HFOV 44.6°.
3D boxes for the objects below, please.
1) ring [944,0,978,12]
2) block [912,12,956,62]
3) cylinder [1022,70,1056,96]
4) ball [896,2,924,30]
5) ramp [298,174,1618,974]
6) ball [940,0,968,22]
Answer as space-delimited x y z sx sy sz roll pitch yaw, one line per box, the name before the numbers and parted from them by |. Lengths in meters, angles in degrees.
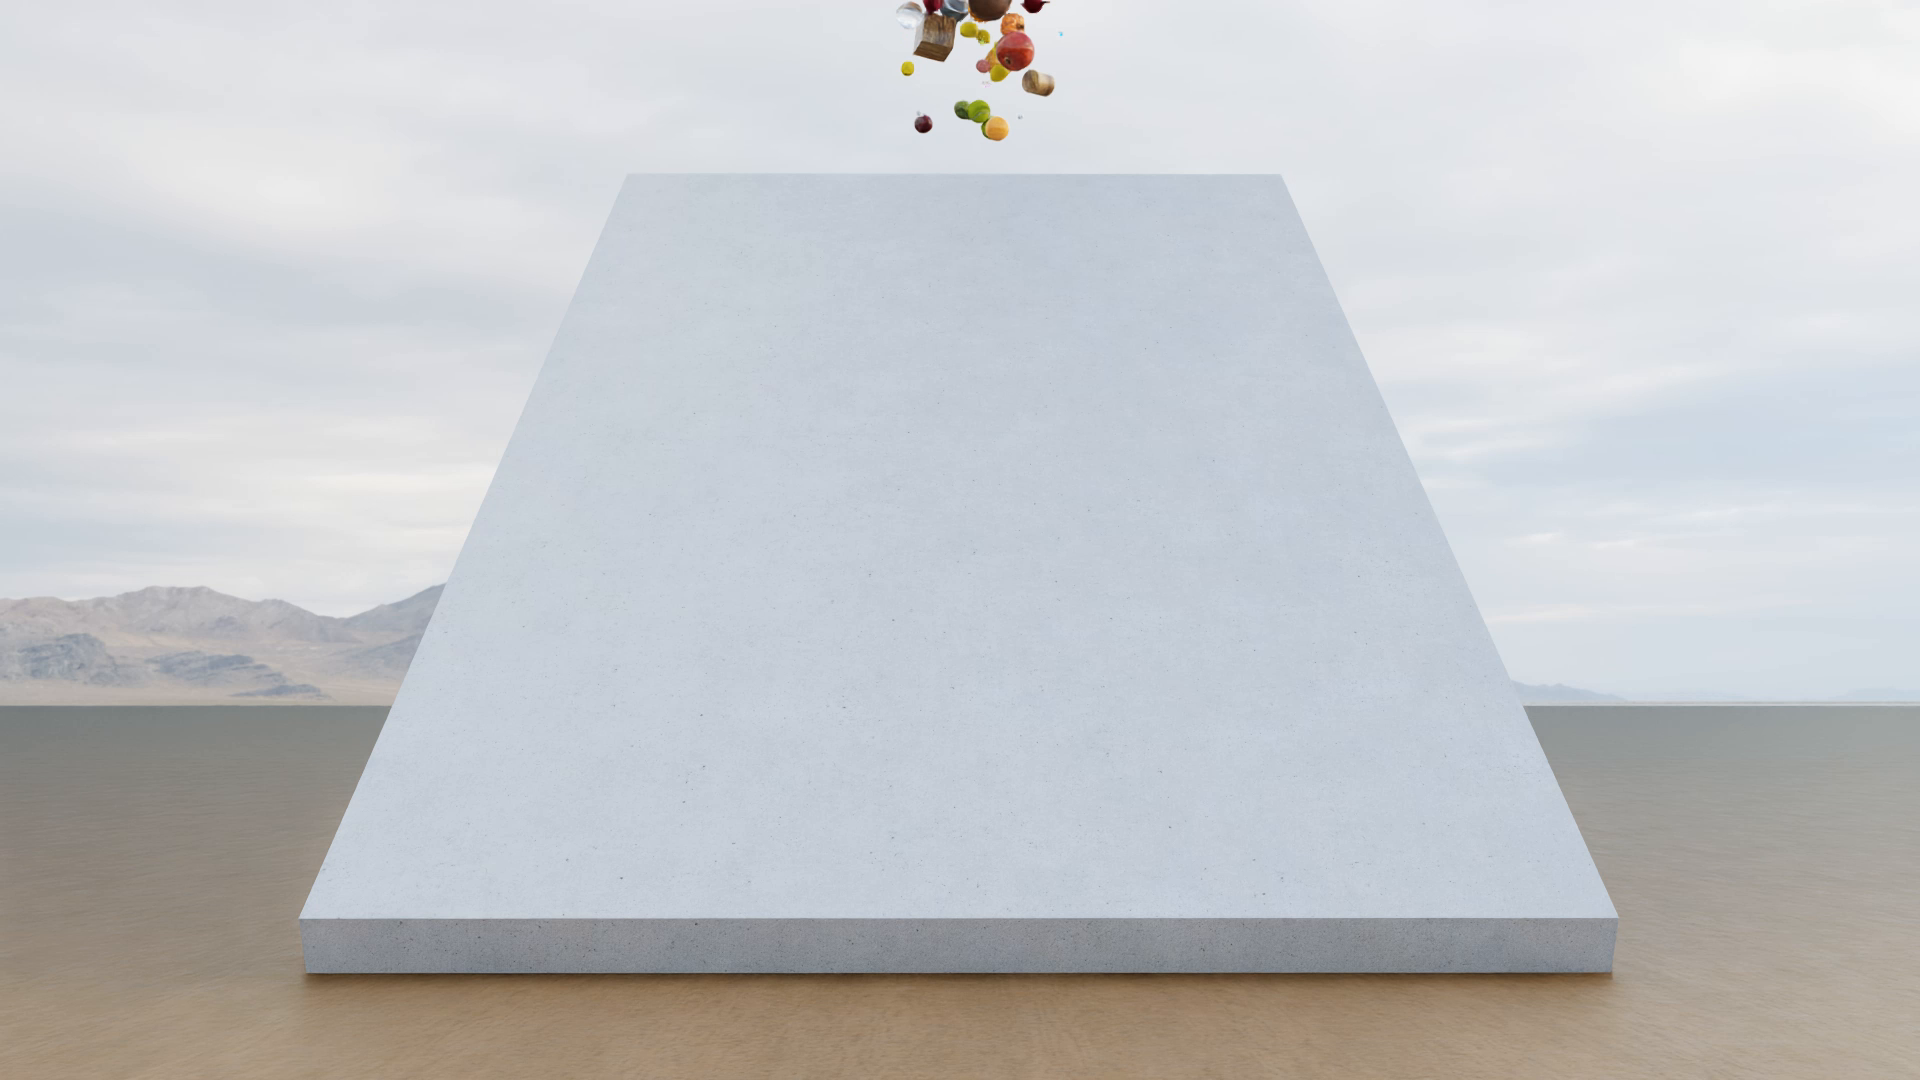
ring | 0.004 -1.651 7.113 0.112 0.112 0.037 0 -24 -4
block | -0.077 -1.534 7.141 0.100 0.100 0.100 11 -17 -14
cylinder | 0.235 -1.368 7.013 0.070 0.070 0.070 3 -5 -44
ball | -0.152 -1.591 7.103 0.083 0.083 0.083 0 -4 0
ramp | -0.009 -0.229 5.380 2.000 0.100 4.000 0 25 0
ball | -0.016 -1.632 7.178 0.091 0.091 0.091 0 -4 0
